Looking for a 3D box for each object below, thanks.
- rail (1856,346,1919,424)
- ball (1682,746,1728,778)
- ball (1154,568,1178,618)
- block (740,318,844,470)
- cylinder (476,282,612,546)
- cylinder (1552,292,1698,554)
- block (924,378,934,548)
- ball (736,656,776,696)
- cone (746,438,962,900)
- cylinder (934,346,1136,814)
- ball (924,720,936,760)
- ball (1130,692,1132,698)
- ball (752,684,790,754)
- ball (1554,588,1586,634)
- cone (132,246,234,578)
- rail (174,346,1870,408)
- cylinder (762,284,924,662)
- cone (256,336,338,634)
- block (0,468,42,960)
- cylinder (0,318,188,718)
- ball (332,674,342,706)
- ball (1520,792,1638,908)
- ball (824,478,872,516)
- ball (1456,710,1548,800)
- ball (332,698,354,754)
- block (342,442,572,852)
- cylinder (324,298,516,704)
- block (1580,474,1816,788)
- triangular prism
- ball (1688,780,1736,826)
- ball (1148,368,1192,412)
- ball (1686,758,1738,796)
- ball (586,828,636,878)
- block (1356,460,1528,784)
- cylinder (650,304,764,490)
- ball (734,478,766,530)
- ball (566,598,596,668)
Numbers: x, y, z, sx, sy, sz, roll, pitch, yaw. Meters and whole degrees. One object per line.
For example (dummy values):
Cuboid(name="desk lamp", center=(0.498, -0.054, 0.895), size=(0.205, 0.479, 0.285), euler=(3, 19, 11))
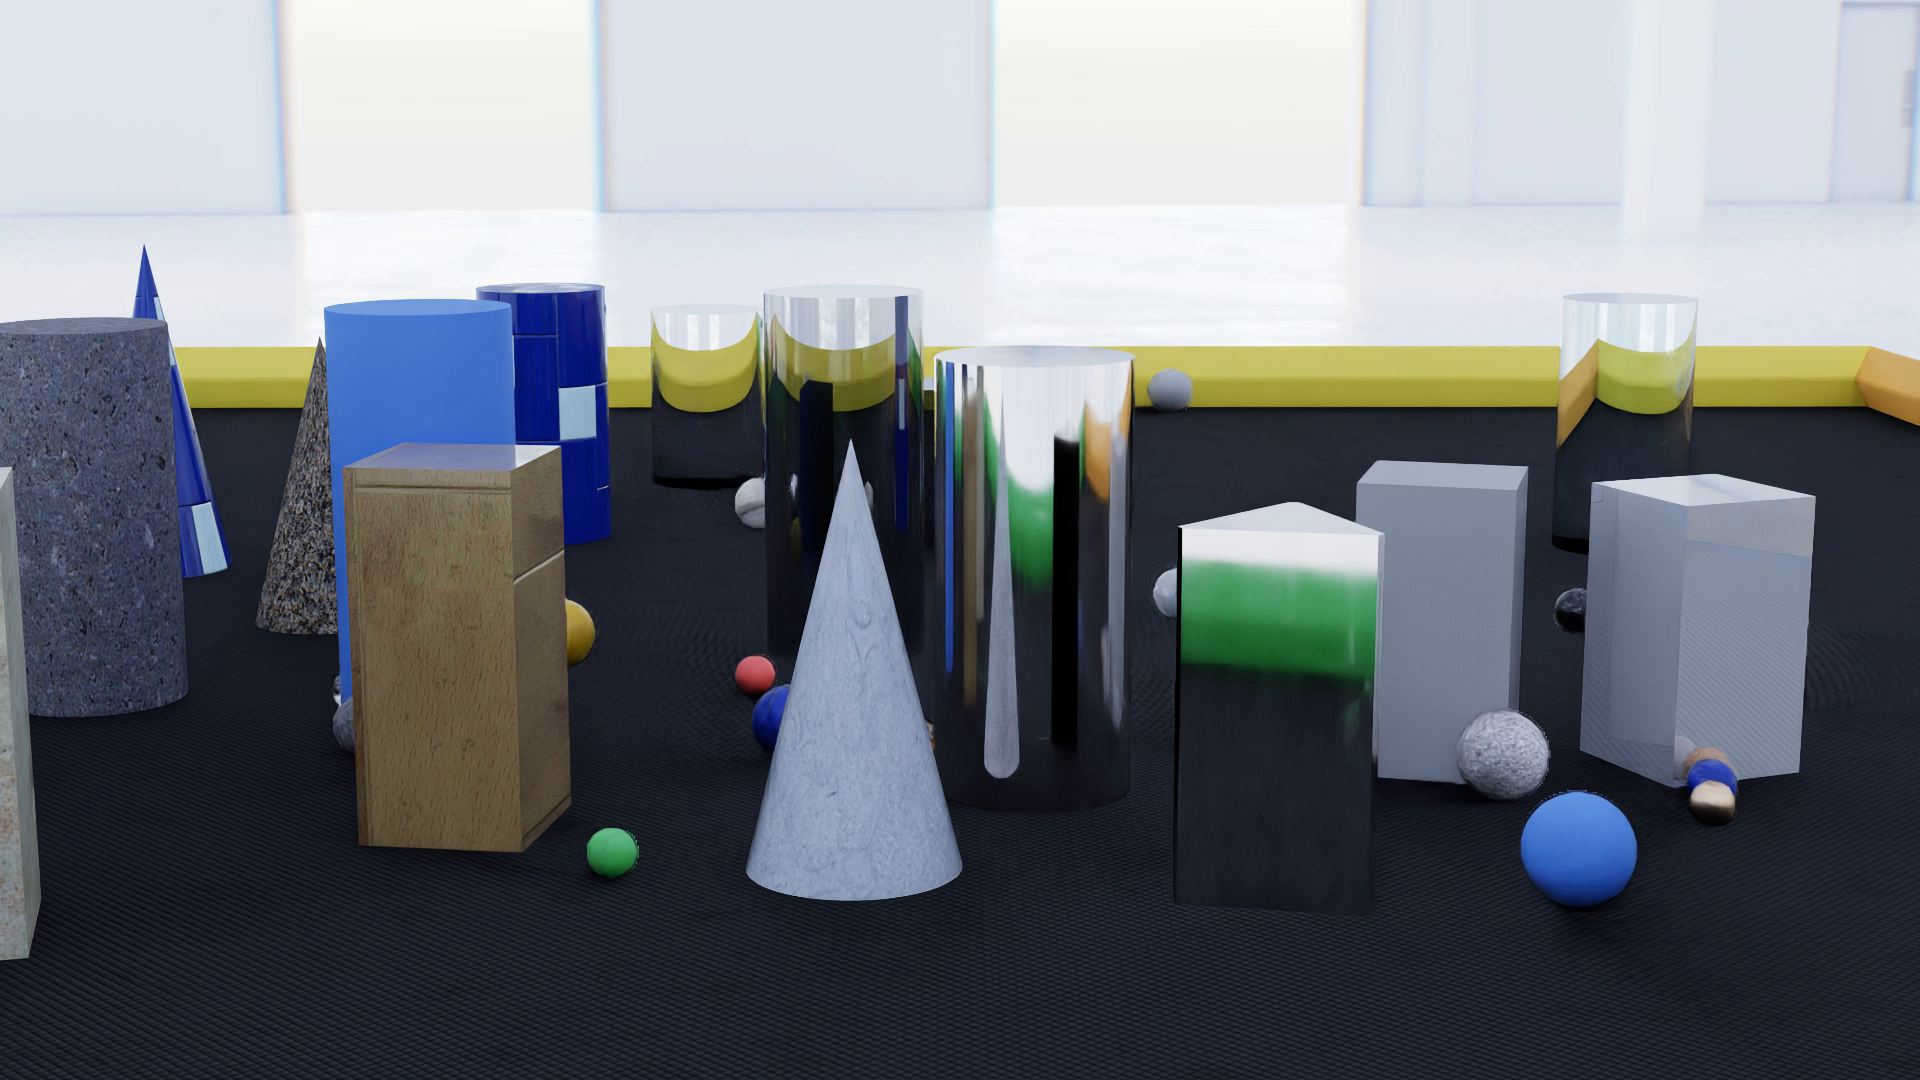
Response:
Cuboid(name="rail", center=(1.956, 0.031, 3.460), size=(0.045, 0.130, 4.249), euler=(0, 10, 0))
Cuboid(name="ball", center=(0.758, 0.233, 2.604), size=(0.046, 0.046, 0.046), euler=(0, 10, 0))
Cuboid(name="ball", center=(0.292, 0.071, 3.419), size=(0.068, 0.068, 0.068), euler=(0, 10, 0))
Cuboid(name="block", center=(-0.309, -0.273, 4.756), size=(0.160, 0.259, 0.160), euler=(2, 11, 10))
Cuboid(name="cylinder", center=(-0.649, -0.200, 4.004), size=(0.200, 0.388, 0.200), euler=(0, 10, 0))
Cuboid(name="cylinder", center=(1.012, -0.178, 3.909), size=(0.200, 0.380, 0.200), euler=(0, 10, 0))
Cuboid(name="block", center=(-0.031, -0.123, 3.991), size=(0.160, 0.243, 0.160), euler=(-1, 11, -8))
Cuboid(name="ball", center=(-0.240, 0.158, 3.007), size=(0.047, 0.047, 0.047), euler=(0, 10, 0))
Cuboid(name="cone", center=(-0.098, 0.105, 2.330), size=(0.200, 0.399, 0.200), euler=(0, 10, 0))
Cuboid(name="cylinder", center=(0.074, 0.034, 2.590), size=(0.200, 0.442, 0.200), euler=(0, 10, 0))
Cuboid(name="ball", center=(-0.046, 0.213, 2.664), size=(0.054, 0.054, 0.054), euler=(0, 10, 0))
Cuboid(name="ball", center=(0.158, 0.172, 2.877), size=(0.067, 0.067, 0.067), euler=(0, 10, 0))
Cuboid(name="ball", center=(-0.183, 0.193, 2.736), size=(0.077, 0.077, 0.077), euler=(0, 10, 0))
Cuboid(name="ball", center=(0.803, 0.092, 3.334), size=(0.058, 0.058, 0.058), euler=(0, 10, 0))
Cuboid(name="cone", center=(-1.174, -0.195, 3.734), size=(0.200, 0.477, 0.200), euler=(0, 10, 0))
Cuboid(name="rail", center=(-0.012, -0.348, 5.514), size=(3.958, 0.130, 0.045), euler=(0, 10, 0))
Cuboid(name="cylinder", center=(-0.144, -0.086, 3.213), size=(0.200, 0.452, 0.200), euler=(0, 10, 0))
Cuboid(name="cone", center=(-0.838, -0.082, 3.393), size=(0.200, 0.380, 0.200), euler=(0, 10, 0))
Cuboid(name="block", center=(-0.869, 0.145, 2.141), size=(0.160, 0.387, 0.160), euler=(-3, 11, -15))
Cuboid(name="cylinder", center=(-1.007, -0.031, 2.965), size=(0.200, 0.434, 0.200), euler=(0, 10, 0))
Cuboid(name="ball", center=(-0.695, 0.171, 2.937), size=(0.046, 0.046, 0.046), euler=(0, 10, 0))
Cuboid(name="ball", center=(0.542, 0.271, 2.249), size=(0.100, 0.100, 0.100), euler=(0, 10, 0))
Cuboid(name="ball", center=(-0.181, -0.065, 4.134), size=(0.076, 0.076, 0.076), euler=(0, 10, 0))
Cuboid(name="ball", center=(0.544, 0.216, 2.575), size=(0.090, 0.090, 0.090), euler=(0, 10, 0))
Cuboid(name="ball", center=(-0.639, 0.198, 2.745), size=(0.064, 0.064, 0.064), euler=(0, 10, 0))
Cuboid(name="block", center=(-0.478, 0.099, 2.462), size=(0.160, 0.362, 0.160), euler=(1, 11, 8))
Cuboid(name="cylinder", center=(-0.589, -0.023, 2.829), size=(0.200, 0.468, 0.200), euler=(0, 10, 0))
Cuboid(name="block", center=(0.772, 0.091, 2.697), size=(0.160, 0.292, 0.160), euler=(-4, 11, -21))
Cuboid(name="triangular prism", center=(0.288, 0.144, 2.287), size=(0.173, 0.336, 0.150), euler=(2, 11, 12))
Cuboid(name="ball", center=(0.730, 0.256, 2.489), size=(0.044, 0.044, 0.044), euler=(0, 10, 0))
Cuboid(name="ball", center=(0.446, -0.317, 5.452), size=(0.093, 0.093, 0.093), euler=(0, 10, 0))
Cuboid(name="ball", center=(0.746, 0.242, 2.547), size=(0.050, 0.050, 0.050), euler=(0, 10, 0))
Cuboid(name="ball", center=(-0.317, 0.284, 2.331), size=(0.045, 0.045, 0.045), euler=(0, 10, 0))
Cuboid(name="block", center=(0.503, 0.083, 2.695), size=(0.160, 0.308, 0.160), euler=(3, 11, 16))
Cuboid(name="cylinder", center=(-0.446, -0.256, 4.539), size=(0.200, 0.305, 0.200), euler=(0, 10, 0))
Cuboid(name="ball", center=(-0.317, -0.059, 4.081), size=(0.083, 0.083, 0.083), euler=(0, 10, 0))
Cuboid(name="ball", center=(-0.490, 0.114, 3.136), size=(0.087, 0.087, 0.087), euler=(0, 10, 0))
